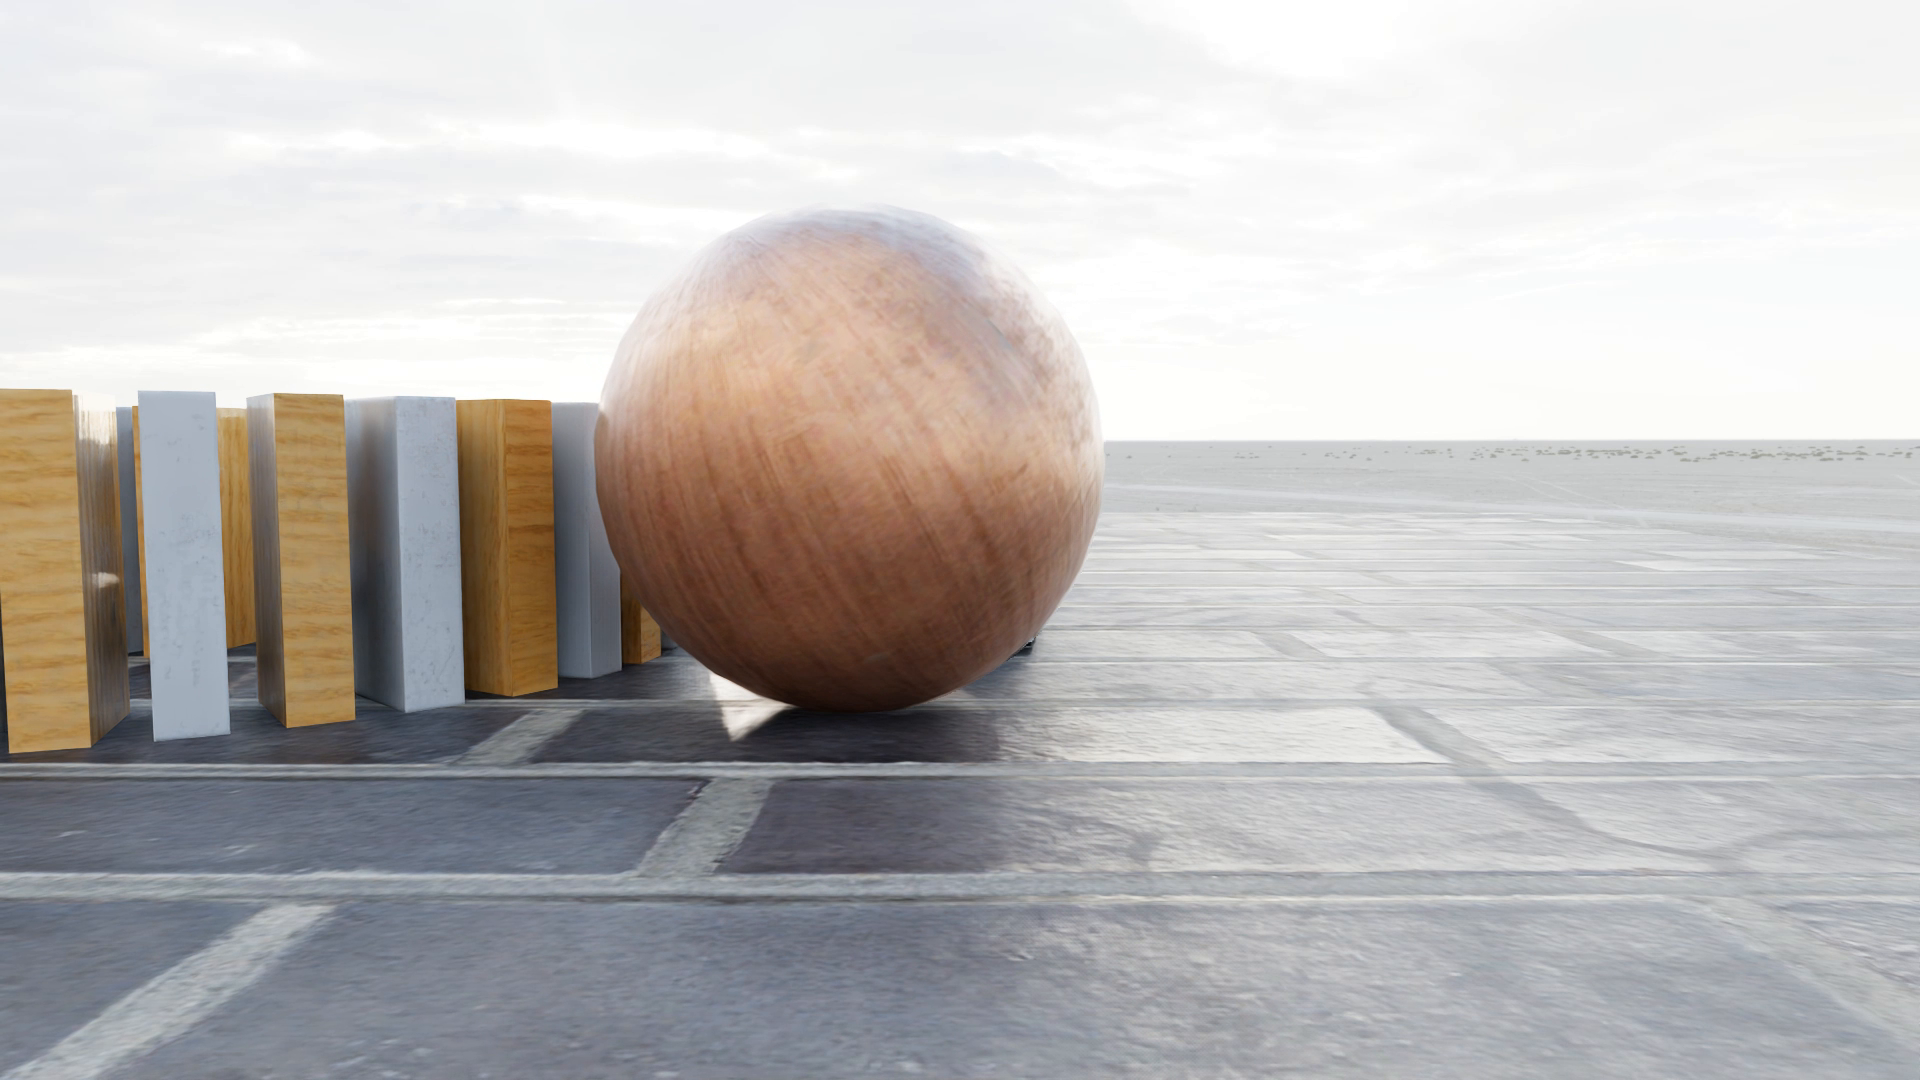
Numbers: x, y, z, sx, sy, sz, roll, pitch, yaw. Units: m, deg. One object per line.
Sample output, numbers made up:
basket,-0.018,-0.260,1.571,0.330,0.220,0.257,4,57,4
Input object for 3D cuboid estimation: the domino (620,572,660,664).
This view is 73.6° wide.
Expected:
domino,-0.073,-0.001,0.254,0.025,0.050,0.010,1,4,9

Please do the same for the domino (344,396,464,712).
domino,-0.093,0.002,0.213,0.025,0.050,0.009,4,6,45

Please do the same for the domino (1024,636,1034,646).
domino,0.003,-0.003,0.270,0.025,0.050,0.009,0,-12,1

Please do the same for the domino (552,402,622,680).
domino,-0.077,0.000,0.239,0.025,0.050,0.009,1,5,19

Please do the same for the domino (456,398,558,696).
domino,-0.083,0.001,0.225,0.025,0.050,0.010,3,5,32

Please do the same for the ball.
ball,-0.017,-0.013,0.205,0.080,0.080,0.080,0,4,0

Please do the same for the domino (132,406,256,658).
domino,-0.157,-0.002,0.266,0.009,0.050,0.025,0,4,4

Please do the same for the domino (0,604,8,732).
domino,-0.146,0.004,0.184,0.009,0.050,0.025,-1,4,-11

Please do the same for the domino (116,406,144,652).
domino,-0.172,-0.002,0.267,0.010,0.050,0.025,2,5,23

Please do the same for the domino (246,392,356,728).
domino,-0.105,0.002,0.203,0.009,0.050,0.025,-3,5,-37

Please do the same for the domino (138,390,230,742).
domino,-0.117,0.003,0.195,0.010,0.050,0.025,-2,5,-30

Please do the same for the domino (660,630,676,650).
domino,-0.072,-0.003,0.269,0.025,0.050,0.009,0,4,1

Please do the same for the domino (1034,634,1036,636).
domino,0.004,-0.004,0.280,0.025,0.050,0.010,0,-12,1

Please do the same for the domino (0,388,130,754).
domino,-0.131,0.003,0.188,0.009,0.050,0.025,-2,5,-22
